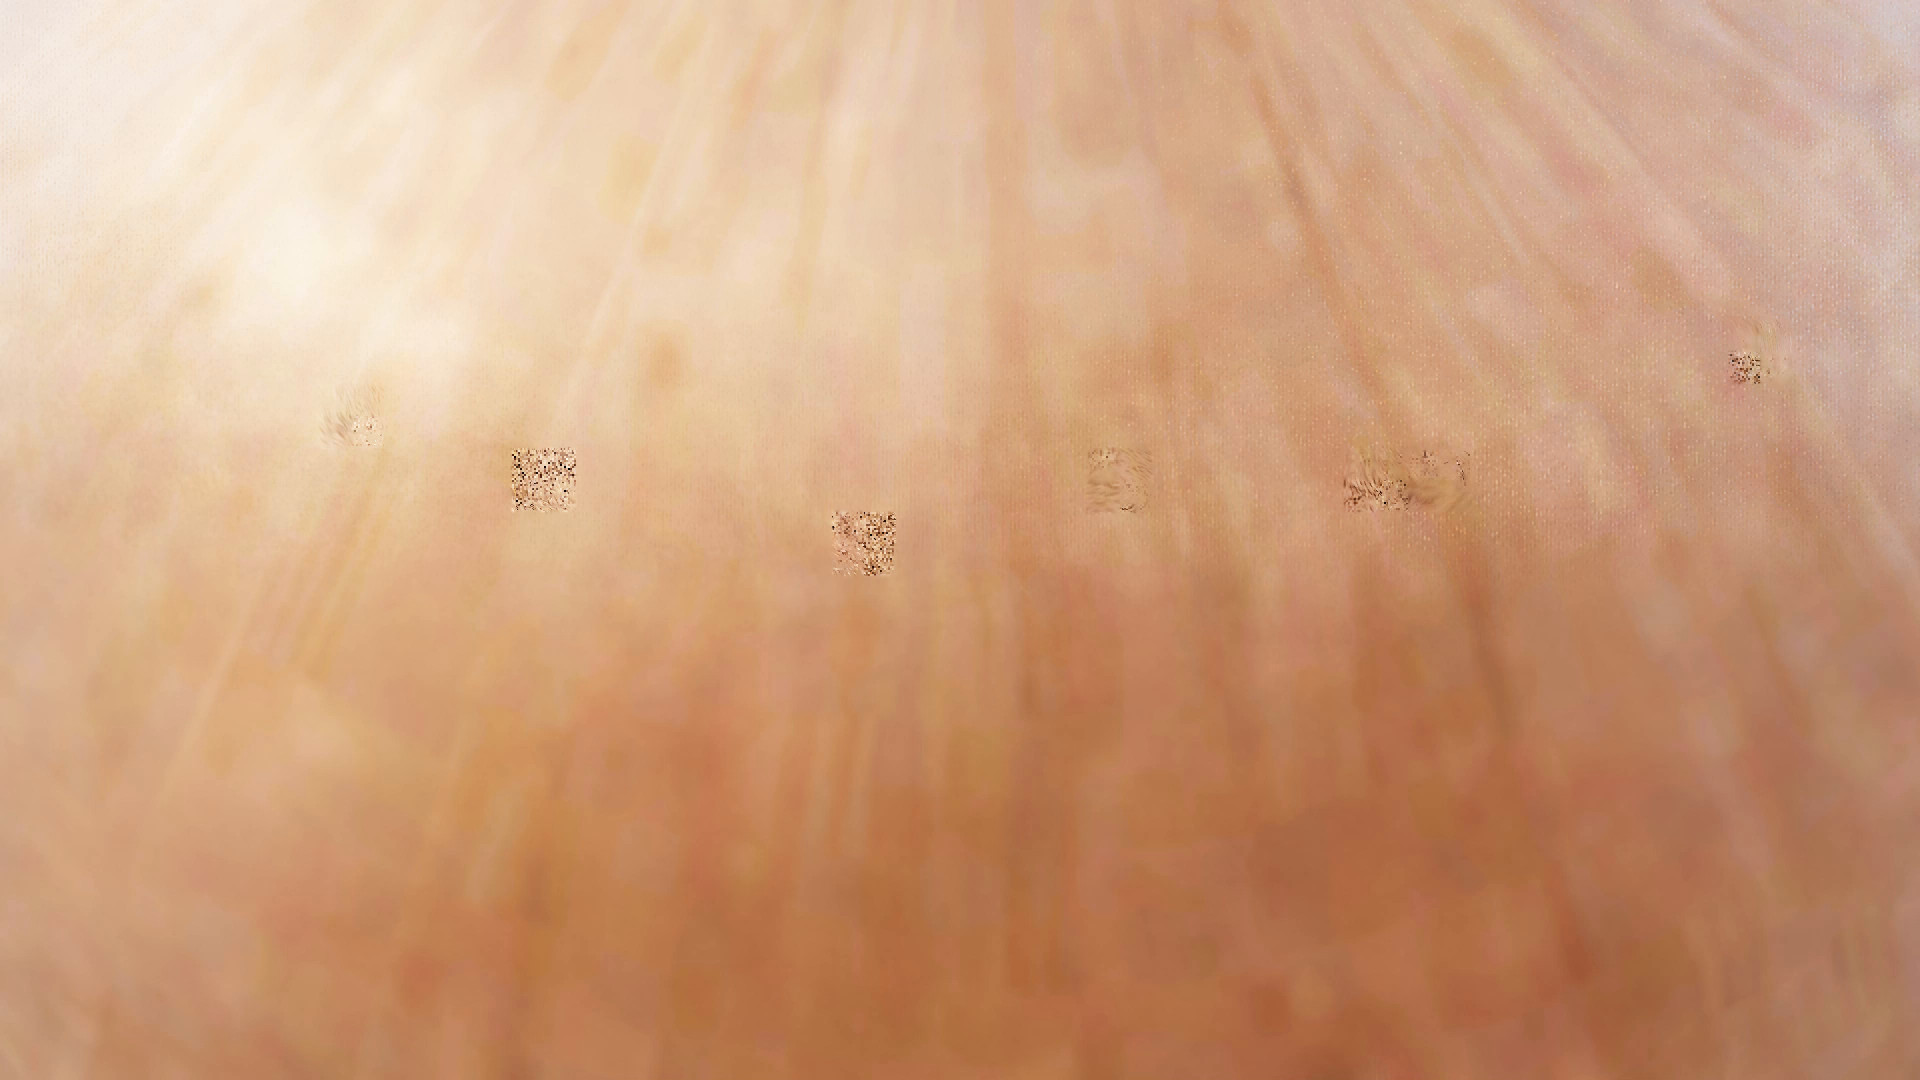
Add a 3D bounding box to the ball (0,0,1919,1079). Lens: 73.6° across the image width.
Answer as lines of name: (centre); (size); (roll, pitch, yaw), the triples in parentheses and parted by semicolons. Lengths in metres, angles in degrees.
ball: (0.000, -0.002, 0.056); (0.080, 0.080, 0.080); (0, 4, 0)
